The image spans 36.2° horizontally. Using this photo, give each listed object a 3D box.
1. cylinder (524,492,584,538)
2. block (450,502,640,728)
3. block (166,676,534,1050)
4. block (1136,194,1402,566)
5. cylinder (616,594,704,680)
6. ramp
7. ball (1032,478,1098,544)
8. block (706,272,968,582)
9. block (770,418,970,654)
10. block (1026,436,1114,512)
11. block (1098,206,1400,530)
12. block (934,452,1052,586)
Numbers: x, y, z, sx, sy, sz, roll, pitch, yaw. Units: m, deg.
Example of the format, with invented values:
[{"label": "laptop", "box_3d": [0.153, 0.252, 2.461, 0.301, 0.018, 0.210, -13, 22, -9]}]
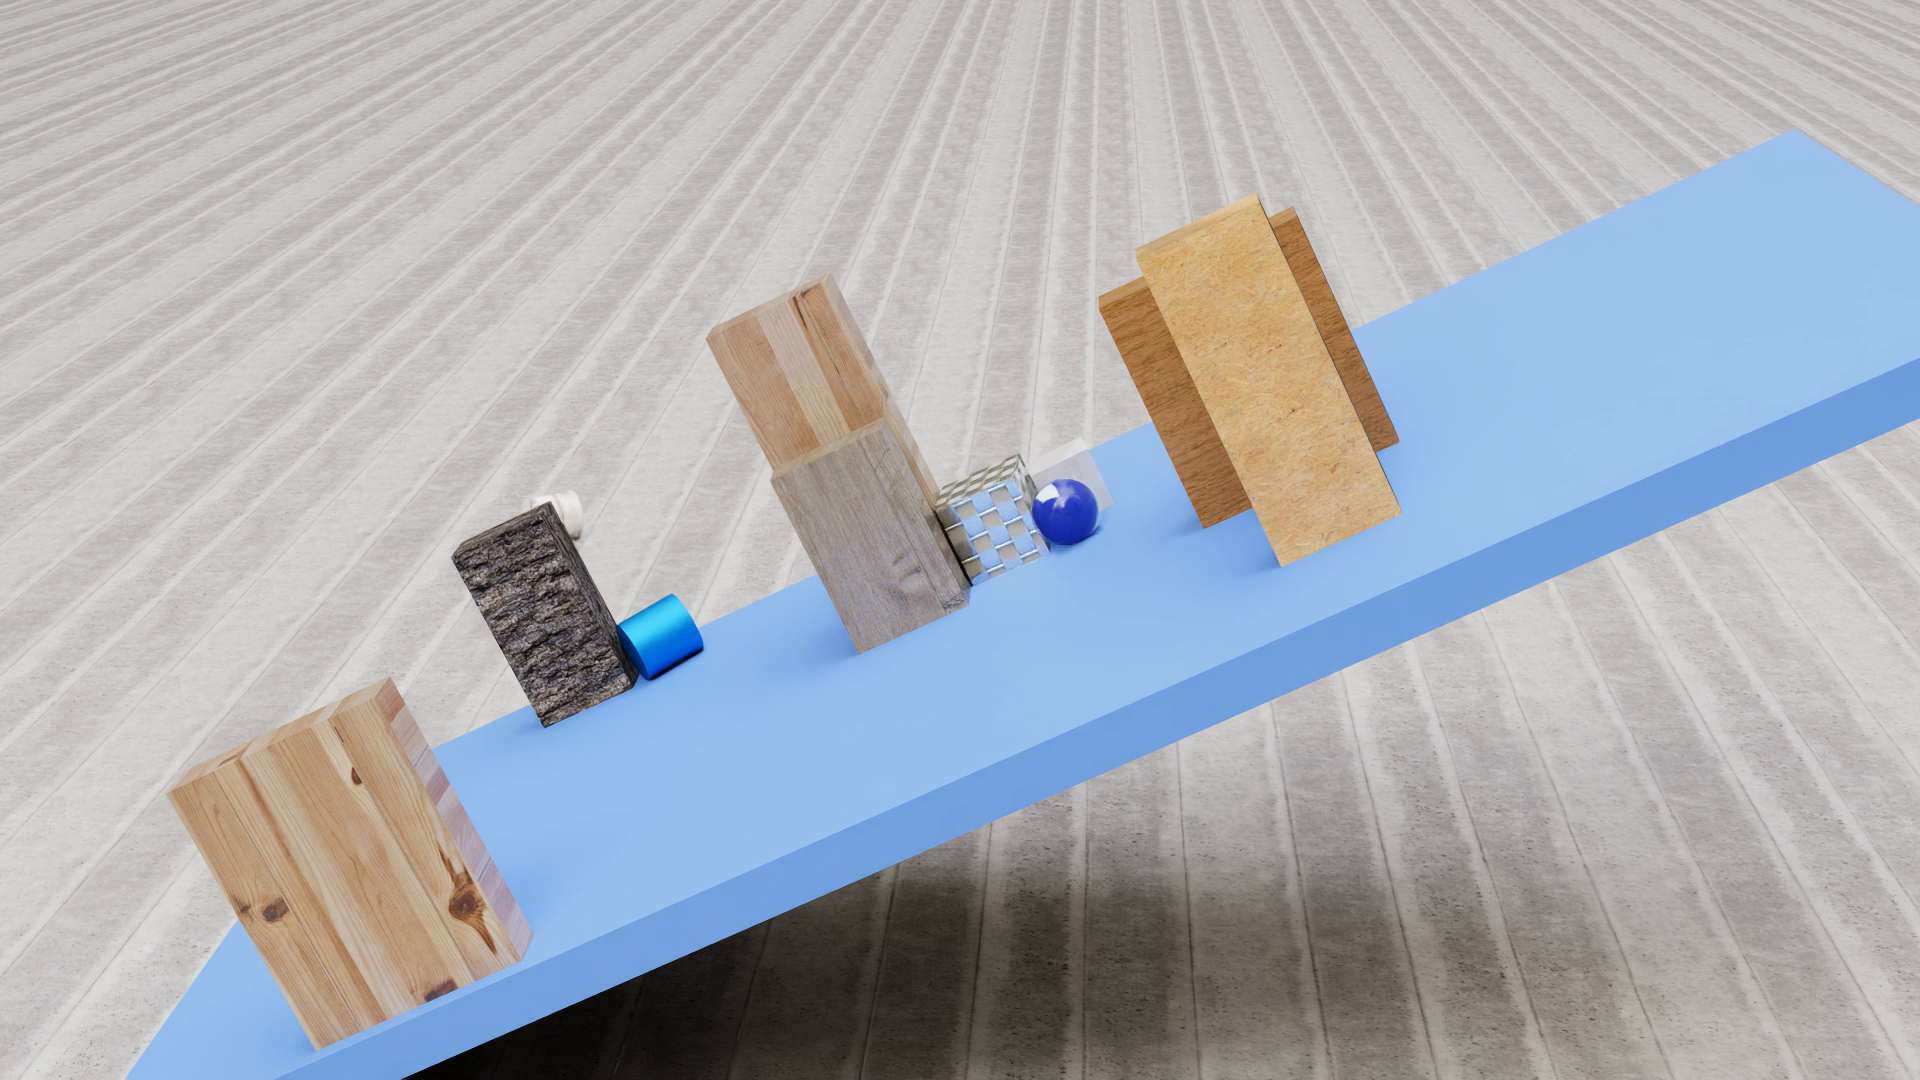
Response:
[{"label": "cylinder", "box_3d": [-1.406, -0.078, 10.168, 0.158, 0.158, 0.158, -9, 19, -29]}, {"label": "block", "box_3d": [-1.001, 0.181, 7.134, 0.245, 0.479, 0.135, -24, 13, 9]}, {"label": "block", "box_3d": [-1.146, 0.614, 5.553, 0.448, 0.576, 0.123, -24, 13, 9]}, {"label": "block", "box_3d": [0.584, -0.300, 5.562, 0.249, 0.656, 0.117, -24, 13, 9]}, {"label": "cylinder", "box_3d": [-0.727, 0.234, 7.120, 0.155, 0.155, 0.155, -30, 26, -16]}, {"label": "ramp", "box_3d": [0.137, 0.168, 6.282, 4.000, 0.100, 2.000, -24, 13, 9]}, {"label": "ball", "box_3d": [0.232, -0.064, 6.452, 0.144, 0.144, 0.144, 0, 16, 0]}, {"label": "block", "box_3d": [-0.261, -0.194, 6.573, 0.296, 0.744, 0.123, -24, 13, 9]}, {"label": "block", "box_3d": [-0.193, -0.009, 6.416, 0.266, 0.434, 0.120, -24, 13, 9]}, {"label": "block", "box_3d": [0.248, -0.128, 6.665, 0.142, 0.142, 0.142, -26, 13, 2]}, {"label": "block", "box_3d": [0.594, -0.353, 6.052, 0.439, 0.514, 0.127, -24, 13, 9]}, {"label": "block", "box_3d": [0.079, -0.046, 6.567, 0.193, 0.193, 0.193, -24, 14, 13]}]
